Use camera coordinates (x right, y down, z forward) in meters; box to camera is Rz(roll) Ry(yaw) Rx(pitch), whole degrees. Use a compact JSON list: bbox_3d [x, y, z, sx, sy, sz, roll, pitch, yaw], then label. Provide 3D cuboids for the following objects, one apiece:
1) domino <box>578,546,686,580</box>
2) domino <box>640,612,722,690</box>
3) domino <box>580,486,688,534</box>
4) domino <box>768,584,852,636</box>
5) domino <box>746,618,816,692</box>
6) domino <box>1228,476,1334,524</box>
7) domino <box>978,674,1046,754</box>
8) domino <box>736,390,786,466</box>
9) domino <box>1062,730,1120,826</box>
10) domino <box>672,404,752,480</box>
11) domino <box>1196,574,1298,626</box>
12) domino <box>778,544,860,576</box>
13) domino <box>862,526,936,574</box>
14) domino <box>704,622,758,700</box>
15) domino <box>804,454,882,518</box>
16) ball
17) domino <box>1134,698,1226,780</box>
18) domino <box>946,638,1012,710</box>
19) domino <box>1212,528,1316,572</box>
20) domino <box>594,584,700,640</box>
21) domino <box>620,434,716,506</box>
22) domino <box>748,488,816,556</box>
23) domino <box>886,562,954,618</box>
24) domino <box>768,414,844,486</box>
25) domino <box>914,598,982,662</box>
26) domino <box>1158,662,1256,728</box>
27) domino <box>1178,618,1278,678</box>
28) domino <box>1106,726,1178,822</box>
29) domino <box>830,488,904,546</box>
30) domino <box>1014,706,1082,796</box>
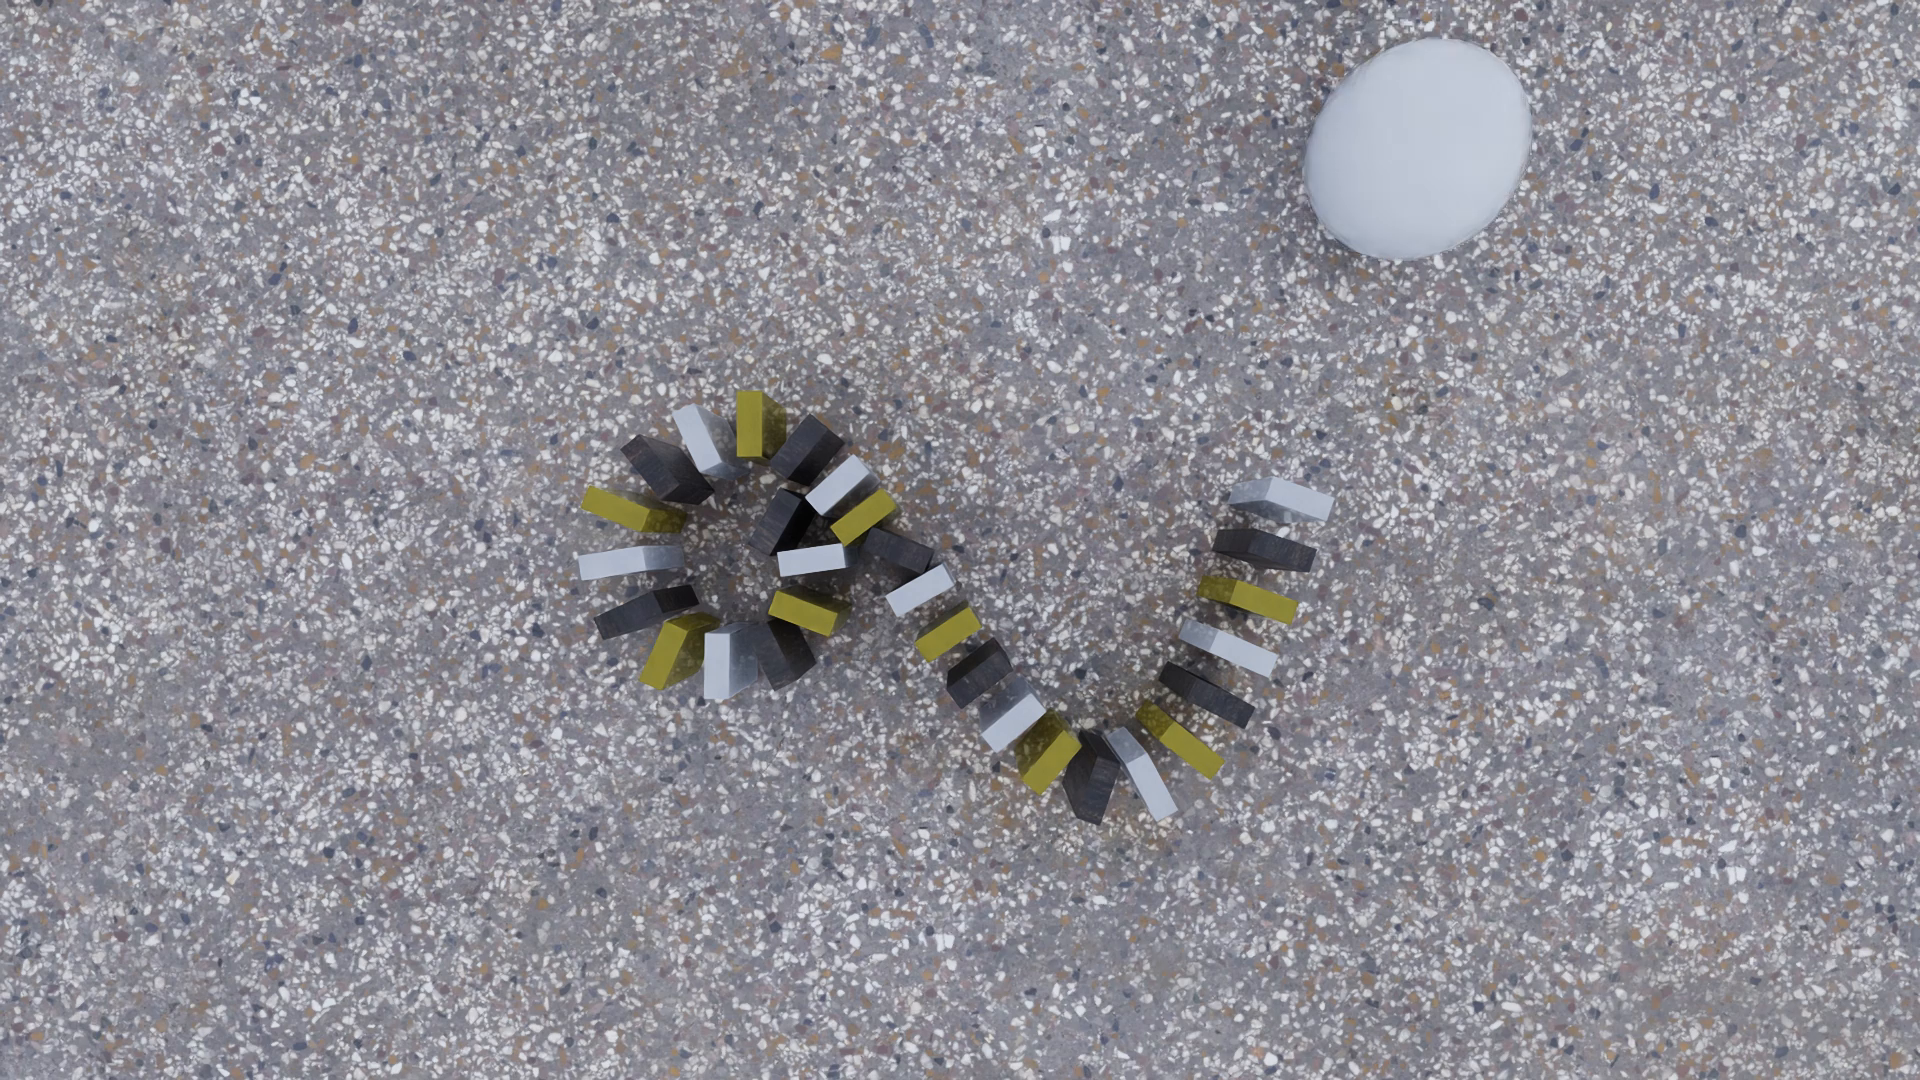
[{"bbox_3d":[-0.133,0.009,0.375,0.025,0.050,0.009,-9,90,0],"label":"domino"},{"bbox_3d":[-0.113,0.044,0.375,0.010,0.050,0.025,24,90,0],"label":"domino"},{"bbox_3d":[-0.132,-0.012,0.375,0.025,0.050,0.009,22,90,0],"label":"domino"},{"bbox_3d":[-0.060,0.028,0.375,0.025,0.050,0.009,21,90,0],"label":"domino"},{"bbox_3d":[-0.072,0.045,0.375,0.010,0.050,0.025,-27,90,0],"label":"domino"},{"bbox_3d":[0.130,-0.016,0.375,0.025,0.050,0.009,19,90,0],"label":"domino"},{"bbox_3d":[0.021,0.070,0.375,0.025,0.050,0.010,-40,90,0],"label":"domino"},{"bbox_3d":[-0.080,-0.044,0.375,0.010,0.050,0.025,0,90,0],"label":"domino"},{"bbox_3d":[0.053,0.096,0.375,0.009,0.050,0.025,19,90,0],"label":"domino"},{"bbox_3d":[-0.101,-0.039,0.375,0.010,0.050,0.025,-25,90,0],"label":"domino"},{"bbox_3d":[0.116,0.024,0.375,0.025,0.050,0.010,20,90,0],"label":"domino"},{"bbox_3d":[-0.057,0.008,0.375,0.025,0.050,0.010,-8,90,0],"label":"domino"},{"bbox_3d":[-0.024,0.004,0.375,0.025,0.050,0.009,22,90,0],"label":"domino"},{"bbox_3d":[-0.093,0.048,0.375,0.009,0.050,0.025,1,90,0],"label":"domino"},{"bbox_3d":[-0.047,-0.021,0.375,0.025,0.050,0.009,-42,90,0],"label":"domino"},{"bbox_3d":[0.178,-0.152,0.360,0.080,0.080,0.080,0,90,0],"label":"ball"},{"bbox_3d":[0.089,0.080,0.375,0.025,0.050,0.010,38,90,0],"label":"domino"},{"bbox_3d":[0.008,0.053,0.375,0.025,0.050,0.009,-37,90,0],"label":"domino"},{"bbox_3d":[0.123,0.004,0.375,0.025,0.050,0.009,19,90,0],"label":"domino"},{"bbox_3d":[-0.127,0.029,0.375,0.025,0.050,0.010,-25,90,0],"label":"domino"},{"bbox_3d":[-0.118,-0.028,0.375,0.009,0.050,0.025,-39,90,0],"label":"domino"},{"bbox_3d":[-0.071,-0.007,0.375,0.009,0.050,0.025,30,90,0],"label":"domino"},{"bbox_3d":[-0.015,0.019,0.375,0.025,0.050,0.009,-29,90,0],"label":"domino"},{"bbox_3d":[-0.062,-0.036,0.375,0.009,0.050,0.025,40,90,0],"label":"domino"},{"bbox_3d":[-0.005,0.036,0.375,0.025,0.050,0.009,-34,90,0],"label":"domino"},{"bbox_3d":[0.100,0.063,0.375,0.025,0.050,0.009,27,90,0],"label":"domino"},{"bbox_3d":[0.108,0.043,0.375,0.025,0.050,0.009,23,90,0],"label":"domino"},{"bbox_3d":[0.073,0.095,0.375,0.009,0.050,0.025,-28,90,0],"label":"domino"},{"bbox_3d":[-0.037,-0.009,0.375,0.025,0.050,0.009,-37,90,0],"label":"domino"},{"bbox_3d":[0.035,0.085,0.375,0.010,0.050,0.025,40,90,0],"label":"domino"}]
